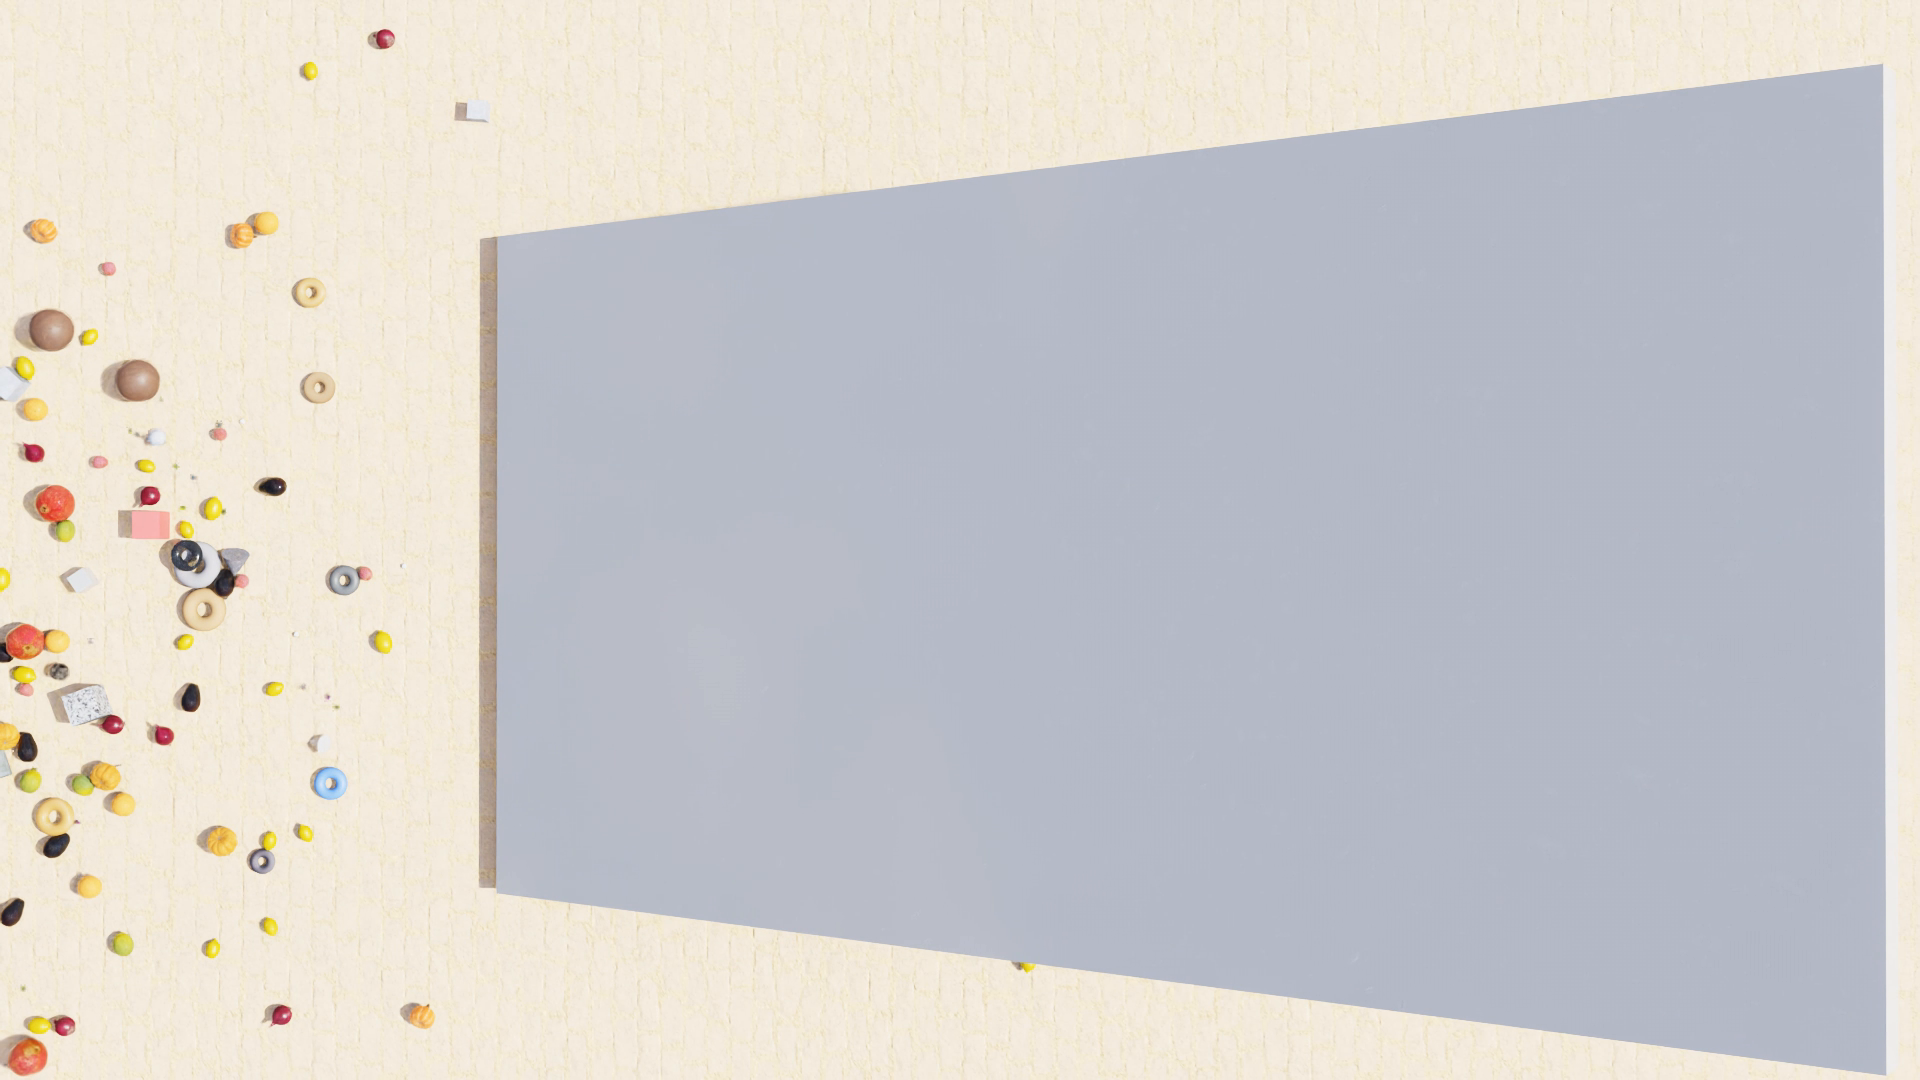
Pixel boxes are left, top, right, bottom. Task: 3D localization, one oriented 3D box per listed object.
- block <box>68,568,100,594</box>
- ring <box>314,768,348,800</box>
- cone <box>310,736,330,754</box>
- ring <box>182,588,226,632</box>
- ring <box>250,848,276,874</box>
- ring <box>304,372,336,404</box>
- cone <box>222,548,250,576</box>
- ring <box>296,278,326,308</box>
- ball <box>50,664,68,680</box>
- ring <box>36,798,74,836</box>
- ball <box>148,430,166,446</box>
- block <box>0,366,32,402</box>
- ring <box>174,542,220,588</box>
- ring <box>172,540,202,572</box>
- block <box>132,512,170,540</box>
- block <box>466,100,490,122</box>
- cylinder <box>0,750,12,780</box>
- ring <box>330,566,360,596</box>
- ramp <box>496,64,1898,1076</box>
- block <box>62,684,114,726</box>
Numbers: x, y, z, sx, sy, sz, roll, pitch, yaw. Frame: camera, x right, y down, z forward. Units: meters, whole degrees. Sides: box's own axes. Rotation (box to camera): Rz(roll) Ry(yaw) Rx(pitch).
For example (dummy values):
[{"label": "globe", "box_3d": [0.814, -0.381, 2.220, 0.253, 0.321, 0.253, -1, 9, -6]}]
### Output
[{"label": "block", "box_3d": [-2.689, 0.125, 6.746, 0.057, 0.057, 0.057, -34, 90, 0]}, {"label": "ring", "box_3d": [-1.932, 0.748, 6.753, 0.102, 0.034, 0.102, 0, 91, -1]}, {"label": "cone", "box_3d": [-1.976, 0.622, 6.758, 0.057, 0.057, 0.057, 10, 90, 27]}, {"label": "ring", "box_3d": [-2.321, 0.214, 6.752, 0.134, 0.045, 0.134, 0, 90, -1]}, {"label": "ring", "box_3d": [-2.142, 0.988, 6.756, 0.078, 0.026, 0.078, 0, 91, -1]}, {"label": "ring", "box_3d": [-1.969, -0.468, 6.763, 0.098, 0.033, 0.098, 0, 90, 1]}, {"label": "cone", "box_3d": [-2.228, 0.080, 6.756, 0.083, 0.083, 0.083, 13, 116, 0]}, {"label": "ring", "box_3d": [-1.997, -0.761, 6.766, 0.094, 0.031, 0.094, 0, 90, -1]}, {"label": "ball", "box_3d": [-2.763, 0.404, 6.746, 0.052, 0.052, 0.052, 0, 90, 0]}, {"label": "ring", "box_3d": [-2.778, 0.850, 6.750, 0.117, 0.039, 0.117, 0, 88, 0]}, {"label": "ball", "box_3d": [-2.464, -0.314, 6.752, 0.053, 0.053, 0.053, 0, 90, 0]}, {"label": "block", "box_3d": [-2.913, -0.479, 6.742, 0.075, 0.075, 0.075, 42, 90, 0]}, {"label": "ring", "box_3d": [-2.341, 0.076, 6.751, 0.146, 0.049, 0.146, 0, 87, 3]}, {"label": "ring", "box_3d": [-2.361, 0.047, 6.713, 0.098, 0.033, 0.098, 0, 86, 3]}, {"label": "block", "box_3d": [-2.477, -0.045, 6.734, 0.085, 0.085, 0.085, 0, 90, 0]}, {"label": "block", "box_3d": [-1.479, -1.318, 6.757, 0.058, 0.058, 0.058, 4, 90, 0]}, {"label": "cylinder", "box_3d": [-2.954, 0.692, 6.731, 0.078, 0.078, 0.078, -21, 83, 0]}, {"label": "ring", "box_3d": [-1.892, 0.124, 6.759, 0.094, 0.031, 0.094, 0, 91, 0]}, {"label": "ramp", "box_3d": [0.238, 0.066, 5.560, 4.000, 0.100, 2.000, 0, 89, 36]}, {"label": "block", "box_3d": [-2.668, 0.506, 6.724, 0.096, 0.096, 0.096, -20, 90, 0]}]
